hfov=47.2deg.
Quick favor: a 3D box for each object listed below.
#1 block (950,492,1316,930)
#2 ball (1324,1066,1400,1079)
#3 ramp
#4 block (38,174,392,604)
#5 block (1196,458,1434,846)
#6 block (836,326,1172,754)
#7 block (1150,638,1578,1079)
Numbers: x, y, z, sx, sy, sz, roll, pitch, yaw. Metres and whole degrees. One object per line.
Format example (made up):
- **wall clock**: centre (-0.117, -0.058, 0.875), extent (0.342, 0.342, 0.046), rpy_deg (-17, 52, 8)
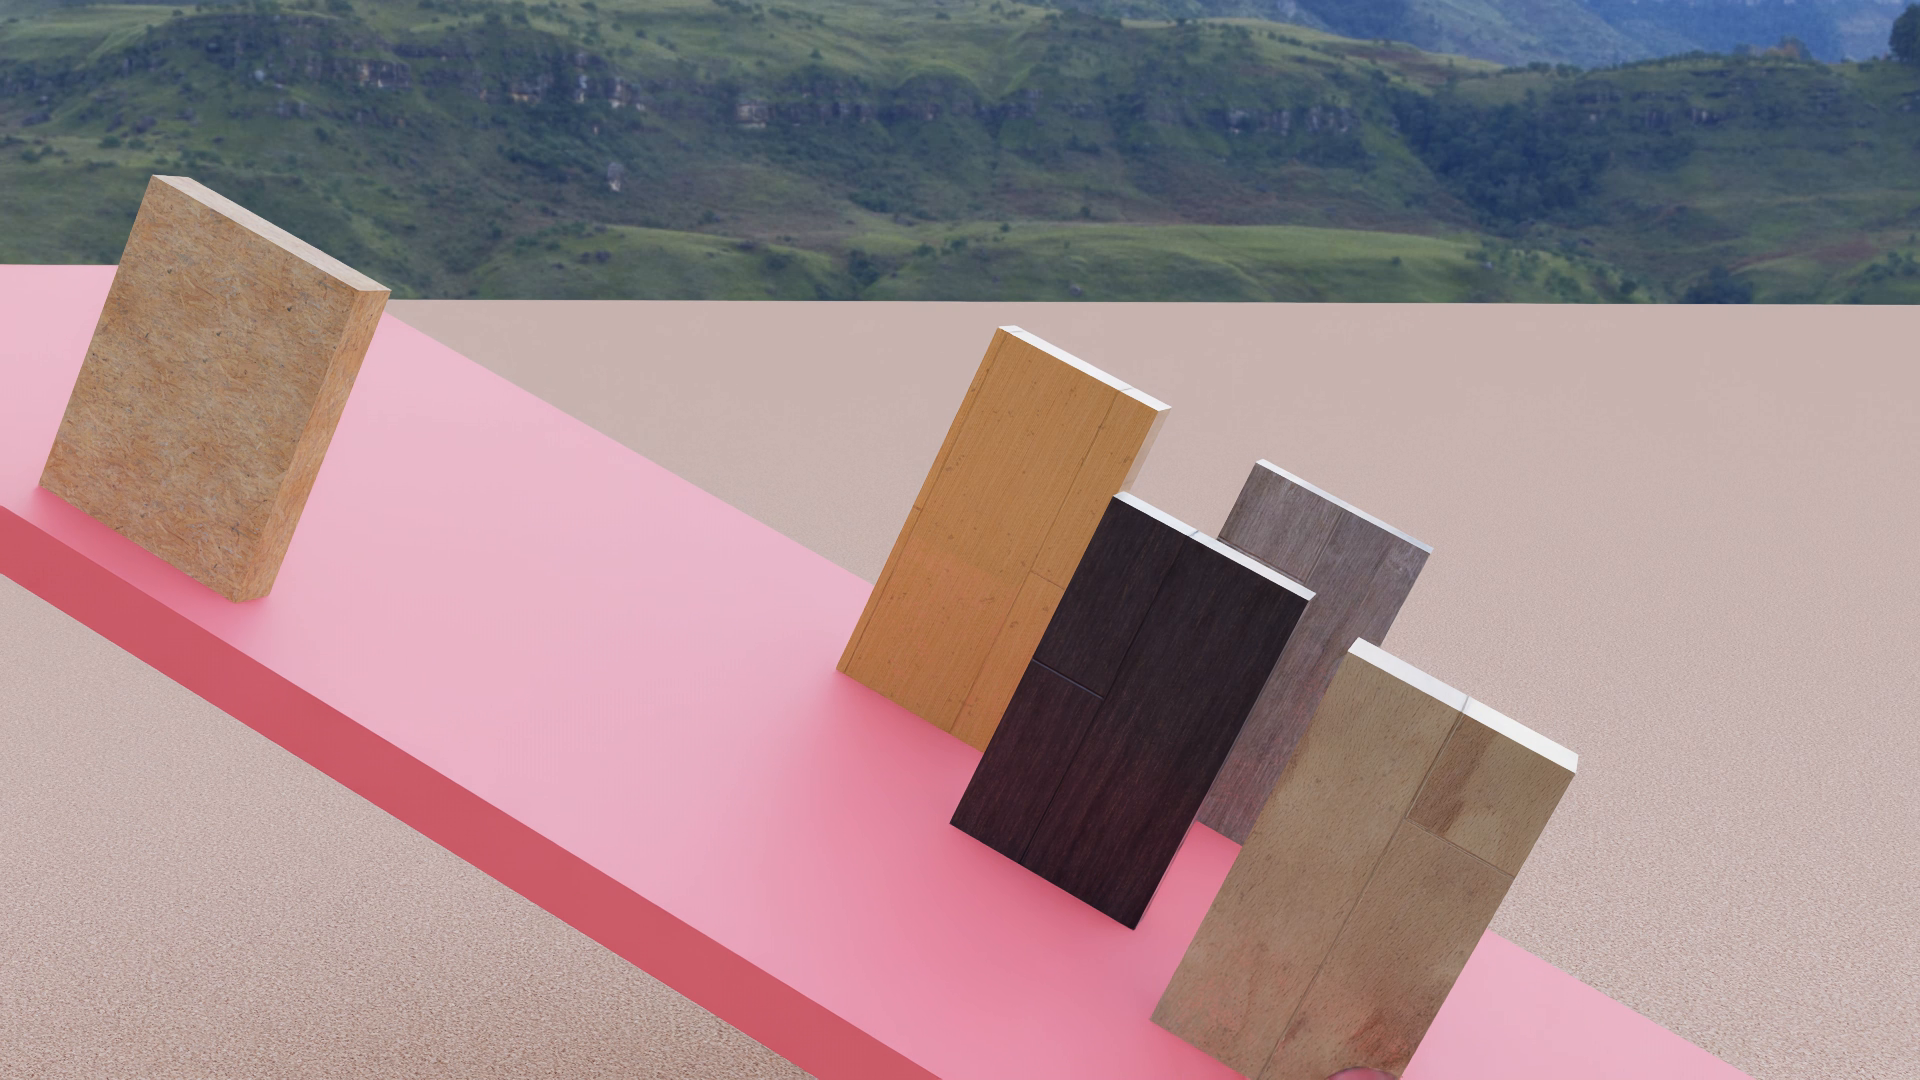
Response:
- **block**: centre (0.300, 0.303, 3.905), extent (0.383, 0.675, 0.087), rpy_deg (29, 14, 12)
- **ball**: centre (0.606, 0.890, 3.298), extent (0.195, 0.195, 0.195), rpy_deg (0, 7, 0)
- **ramp**: centre (-0.246, 0.414, 4.160), extent (4.000, 0.100, 2.000), rpy_deg (29, 14, 12)
- **block**: centre (-1.194, -0.241, 3.509), extent (0.406, 0.550, 0.092), rpy_deg (29, 14, 12)
- **block**: centre (0.634, 0.249, 4.589), extent (0.396, 0.731, 0.086), rpy_deg (29, 14, 12)
- **block**: centre (0.082, 0.000, 4.422), extent (0.359, 0.778, 0.124), rpy_deg (29, 14, 12)
- **block**: centre (0.640, 0.560, 3.521), extent (0.386, 0.696, 0.135), rpy_deg (29, 14, 12)
